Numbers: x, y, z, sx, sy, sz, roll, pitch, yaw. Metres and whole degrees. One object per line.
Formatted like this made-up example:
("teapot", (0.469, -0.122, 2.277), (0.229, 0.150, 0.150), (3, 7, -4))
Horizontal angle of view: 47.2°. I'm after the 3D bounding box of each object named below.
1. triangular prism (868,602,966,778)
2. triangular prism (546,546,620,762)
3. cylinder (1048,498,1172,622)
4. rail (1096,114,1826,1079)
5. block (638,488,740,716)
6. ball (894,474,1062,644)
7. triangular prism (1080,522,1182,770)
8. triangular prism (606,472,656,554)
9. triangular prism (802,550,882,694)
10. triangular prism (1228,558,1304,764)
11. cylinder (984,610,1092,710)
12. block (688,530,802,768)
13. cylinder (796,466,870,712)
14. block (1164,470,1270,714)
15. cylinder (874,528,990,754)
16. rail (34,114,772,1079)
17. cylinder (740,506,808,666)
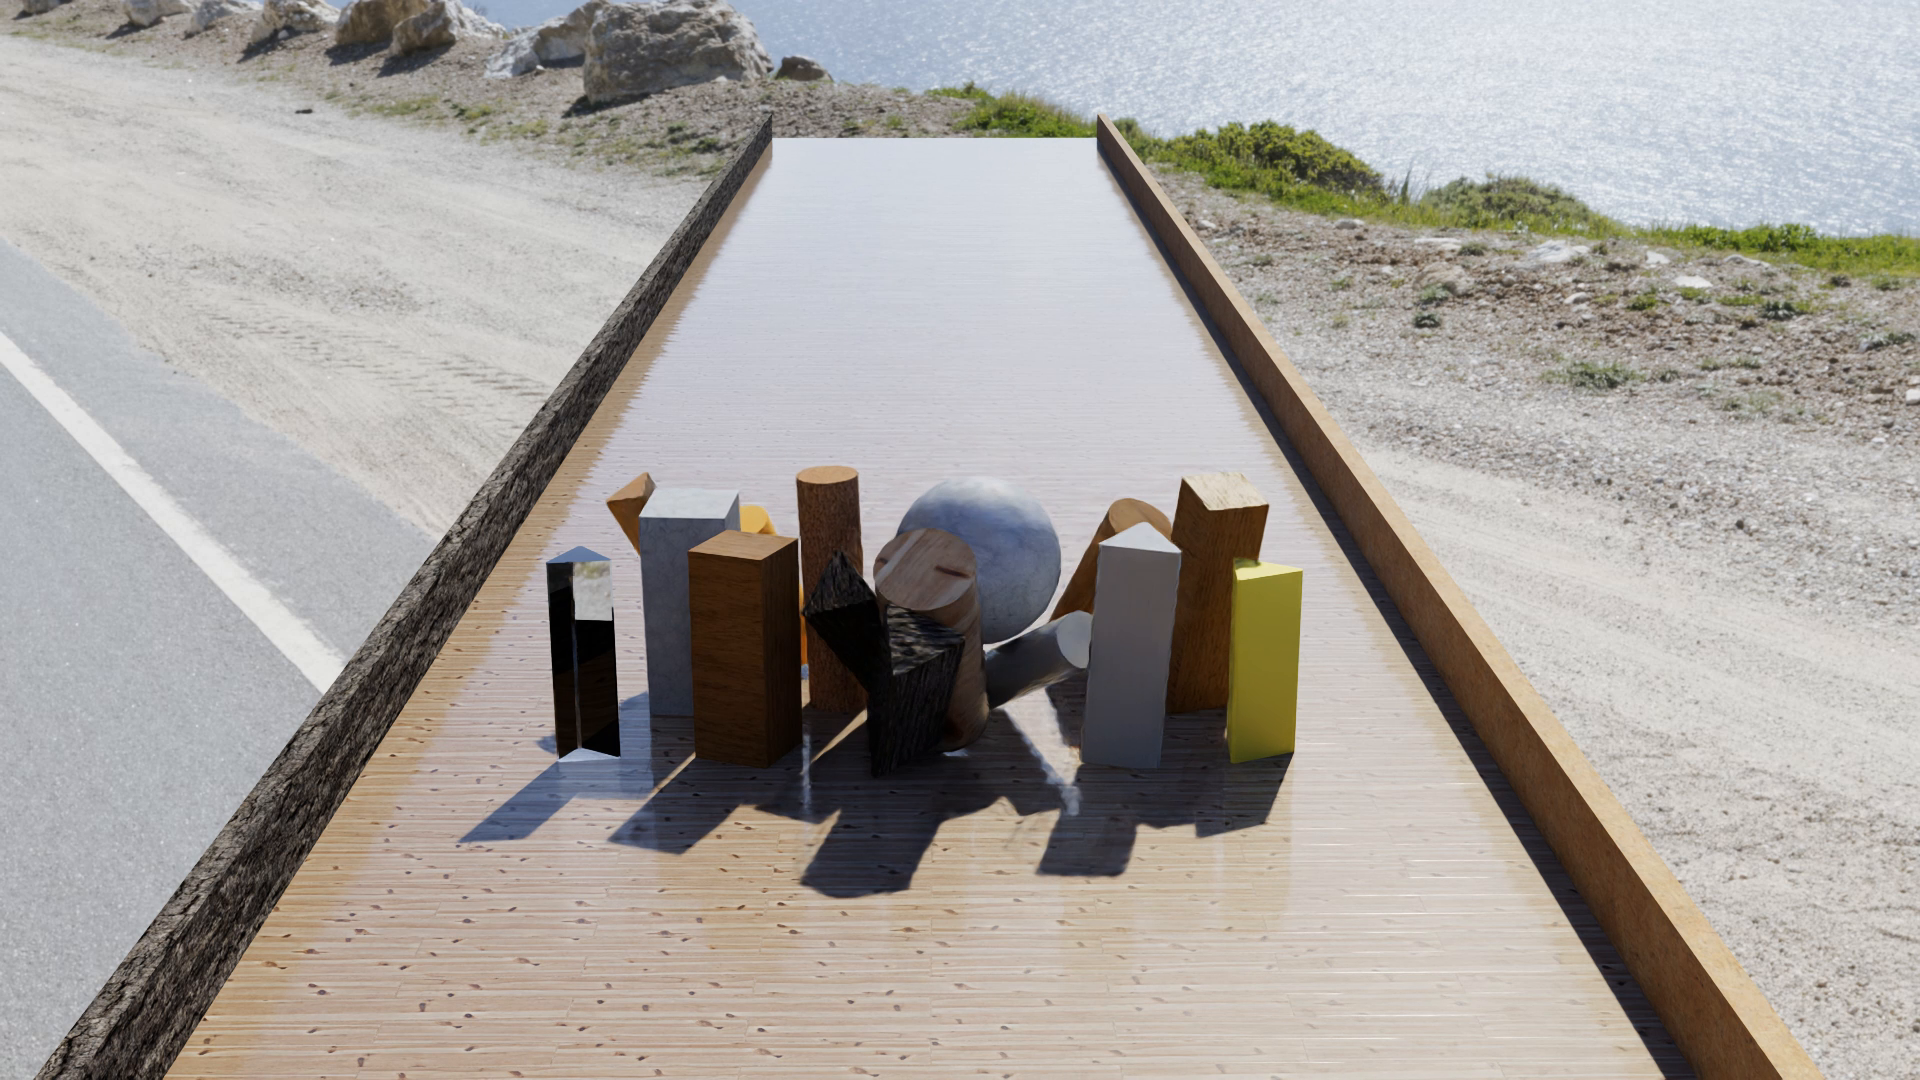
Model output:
("triangular prism", (-0.105, 0.244, 3.735), (0.141, 0.352, 0.122), (-28, 64, -24))
("triangular prism", (-0.667, 0.201, 3.905), (0.109, 0.369, 0.095), (-2, 17, -8))
("cylinder", (0.290, 0.086, 4.310), (0.136, 0.338, 0.136), (15, 41, -13))
("rail", (0.932, -0.844, 7.801), (0.050, 0.150, 12.000), (0, 17, -1))
("block", (-0.498, 0.117, 4.125), (0.158, 0.394, 0.158), (1, 20, 4))
("ball", (0.030, 0.037, 4.029), (0.312, 0.312, 0.312), (0, 17, 0))
("triangular prism", (0.300, 0.182, 3.845), (0.138, 0.418, 0.119), (6, 23, 6))
("triangular prism", (-0.535, 0.056, 4.303), (0.098, 0.409, 0.085), (-7, 34, 36))
("triangular prism", (-0.151, 0.160, 4.020), (0.138, 0.368, 0.120), (-13, 55, 16))
("triangular prism", (0.517, 0.209, 3.925), (0.133, 0.341, 0.115), (-8, 18, -25))
("cylinder", (0.130, 0.222, 4.000), (0.104, 0.104, 0.371), (-10, -10, -30))
("block", (-0.379, 0.192, 3.904), (0.142, 0.385, 0.142), (7, 18, 22))
("cylinder", (-0.236, 0.092, 4.117), (0.114, 0.450, 0.114), (-2, 19, 1))
("block", (0.454, 0.100, 4.072), (0.119, 0.451, 0.119), (-6, 34, -20))
("cylinder", (-0.046, 0.181, 3.827), (0.173, 0.426, 0.173), (-2, 51, 3))
("rail", (-1.118, -0.838, 7.780), (0.050, 0.150, 12.000), (0, 17, -1))
("cylinder", (-0.386, 0.097, 4.307), (0.142, 0.307, 0.142), (-16, 32, 10))
